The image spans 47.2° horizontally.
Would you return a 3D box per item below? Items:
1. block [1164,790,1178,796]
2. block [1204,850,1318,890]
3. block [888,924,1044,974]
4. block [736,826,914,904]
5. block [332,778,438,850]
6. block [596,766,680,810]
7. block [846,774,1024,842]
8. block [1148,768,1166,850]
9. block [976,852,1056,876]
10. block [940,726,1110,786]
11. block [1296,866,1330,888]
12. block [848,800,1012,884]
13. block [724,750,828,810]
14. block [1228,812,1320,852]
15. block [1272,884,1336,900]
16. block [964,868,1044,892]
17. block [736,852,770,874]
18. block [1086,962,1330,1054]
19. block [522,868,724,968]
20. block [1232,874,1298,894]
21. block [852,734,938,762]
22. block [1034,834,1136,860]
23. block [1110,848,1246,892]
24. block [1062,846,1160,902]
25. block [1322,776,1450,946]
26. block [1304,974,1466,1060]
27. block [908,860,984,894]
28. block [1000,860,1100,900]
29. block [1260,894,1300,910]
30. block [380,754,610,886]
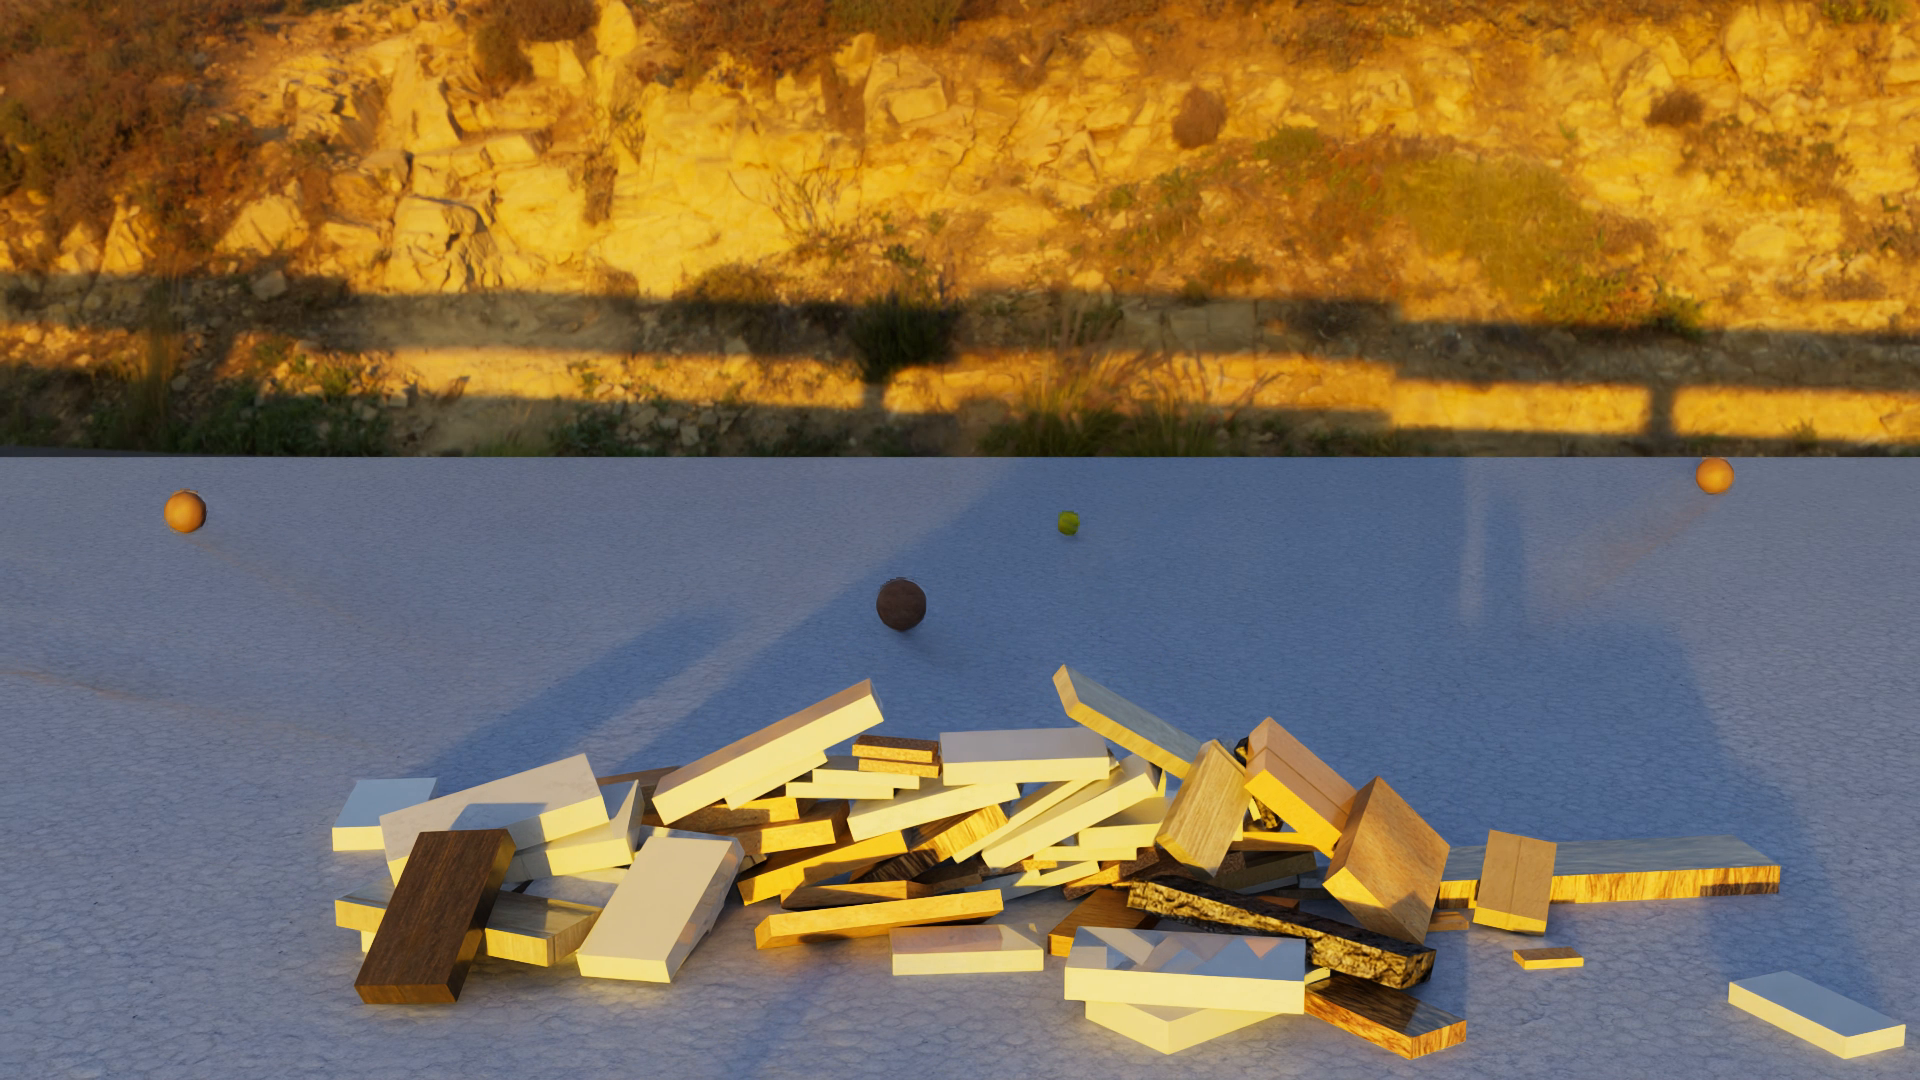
[{"bbox_3d":[0.295,0.495,4.069,0.288,0.041,0.144,4,11,20],"label":"block"},{"bbox_3d":[0.476,0.545,3.675,0.221,0.031,0.111,-15,11,1],"label":"block"},{"bbox_3d":[0.008,0.628,3.377,0.228,0.032,0.114,-1,11,-5],"label":"block"},{"bbox_3d":[-0.222,0.523,3.665,0.285,0.040,0.143,-19,9,6],"label":"block"},{"bbox_3d":[-1.051,0.501,4.036,0.147,0.042,0.294,-1,11,-6],"label":"block"},{"bbox_3d":[-0.633,0.447,3.819,0.279,0.040,0.139,-10,6,8],"label":"block"},{"bbox_3d":[-0.035,0.420,3.630,0.285,0.040,0.143,-16,9,11],"label":"block"},{"bbox_3d":[0.286,0.475,3.727,0.107,0.214,0.030,0,37,-2],"label":"block"},{"bbox_3d":[0.092,0.528,3.635,0.129,0.018,0.064,-7,13,0],"label":"block"},{"bbox_3d":[0.102,0.348,3.557,0.264,0.037,0.132,-2,17,-3],"label":"block"},{"bbox_3d":[0.622,0.563,3.674,0.120,0.017,0.060,0,11,-1],"label":"block"},{"bbox_3d":[-0.049,0.500,3.649,0.285,0.040,0.143,-31,7,8],"label":"block"},{"bbox_3d":[-0.309,0.390,3.641,0.176,0.025,0.088,-27,6,-9],"label":"block"},{"bbox_3d":[0.492,0.485,3.666,0.221,0.031,0.111,0,10,2],"label":"block"},{"bbox_3d":[0.583,0.581,3.670,0.120,0.017,0.060,0,11,-2],"label":"block"},{"bbox_3d":[0.074,0.557,3.656,0.129,0.018,0.064,-15,11,11],"label":"block"},{"bbox_3d":[-0.380,0.547,3.678,0.130,0.018,0.065,-28,5,6],"label":"block"},{"bbox_3d":[0.362,0.655,3.191,0.333,0.047,0.167,-9,14,-39],"label":"block"},{"bbox_3d":[-0.544,0.583,3.449,0.309,0.044,0.154,4,31,23],"label":"block"},{"bbox_3d":[0.498,0.569,3.671,0.120,0.017,0.060,-12,11,-2],"label":"block"},{"bbox_3d":[-0.105,0.343,3.621,0.131,0.019,0.066,4,11,9],"label":"block"},{"bbox_3d":[0.206,0.501,3.619,0.167,0.024,0.083,-1,13,4],"label":"block"},{"bbox_3d":[0.358,0.544,3.671,0.221,0.031,0.111,-15,11,0],"label":"block"},{"bbox_3d":[0.248,0.545,3.666,0.167,0.024,0.083,-24,10,3],"label":"block"},{"bbox_3d":[0.684,0.518,3.506,0.168,0.048,0.337,45,27,0],"label":"block"},{"bbox_3d":[0.599,0.674,3.129,0.110,0.031,0.220,-7,13,-34],"label":"block"},{"bbox_3d":[-0.026,0.565,3.660,0.129,0.018,0.064,-14,12,7],"label":"block"},{"bbox_3d":[0.147,0.553,3.668,0.167,0.024,0.083,-17,11,2],"label":"block"},{"bbox_3d":[0.492,0.596,3.492,0.063,0.018,0.126,4,11,22],"label":"block"},{"bbox_3d":[-0.752,0.450,3.545,0.344,0.049,0.172,-17,23,-13],"label":"block"}]
